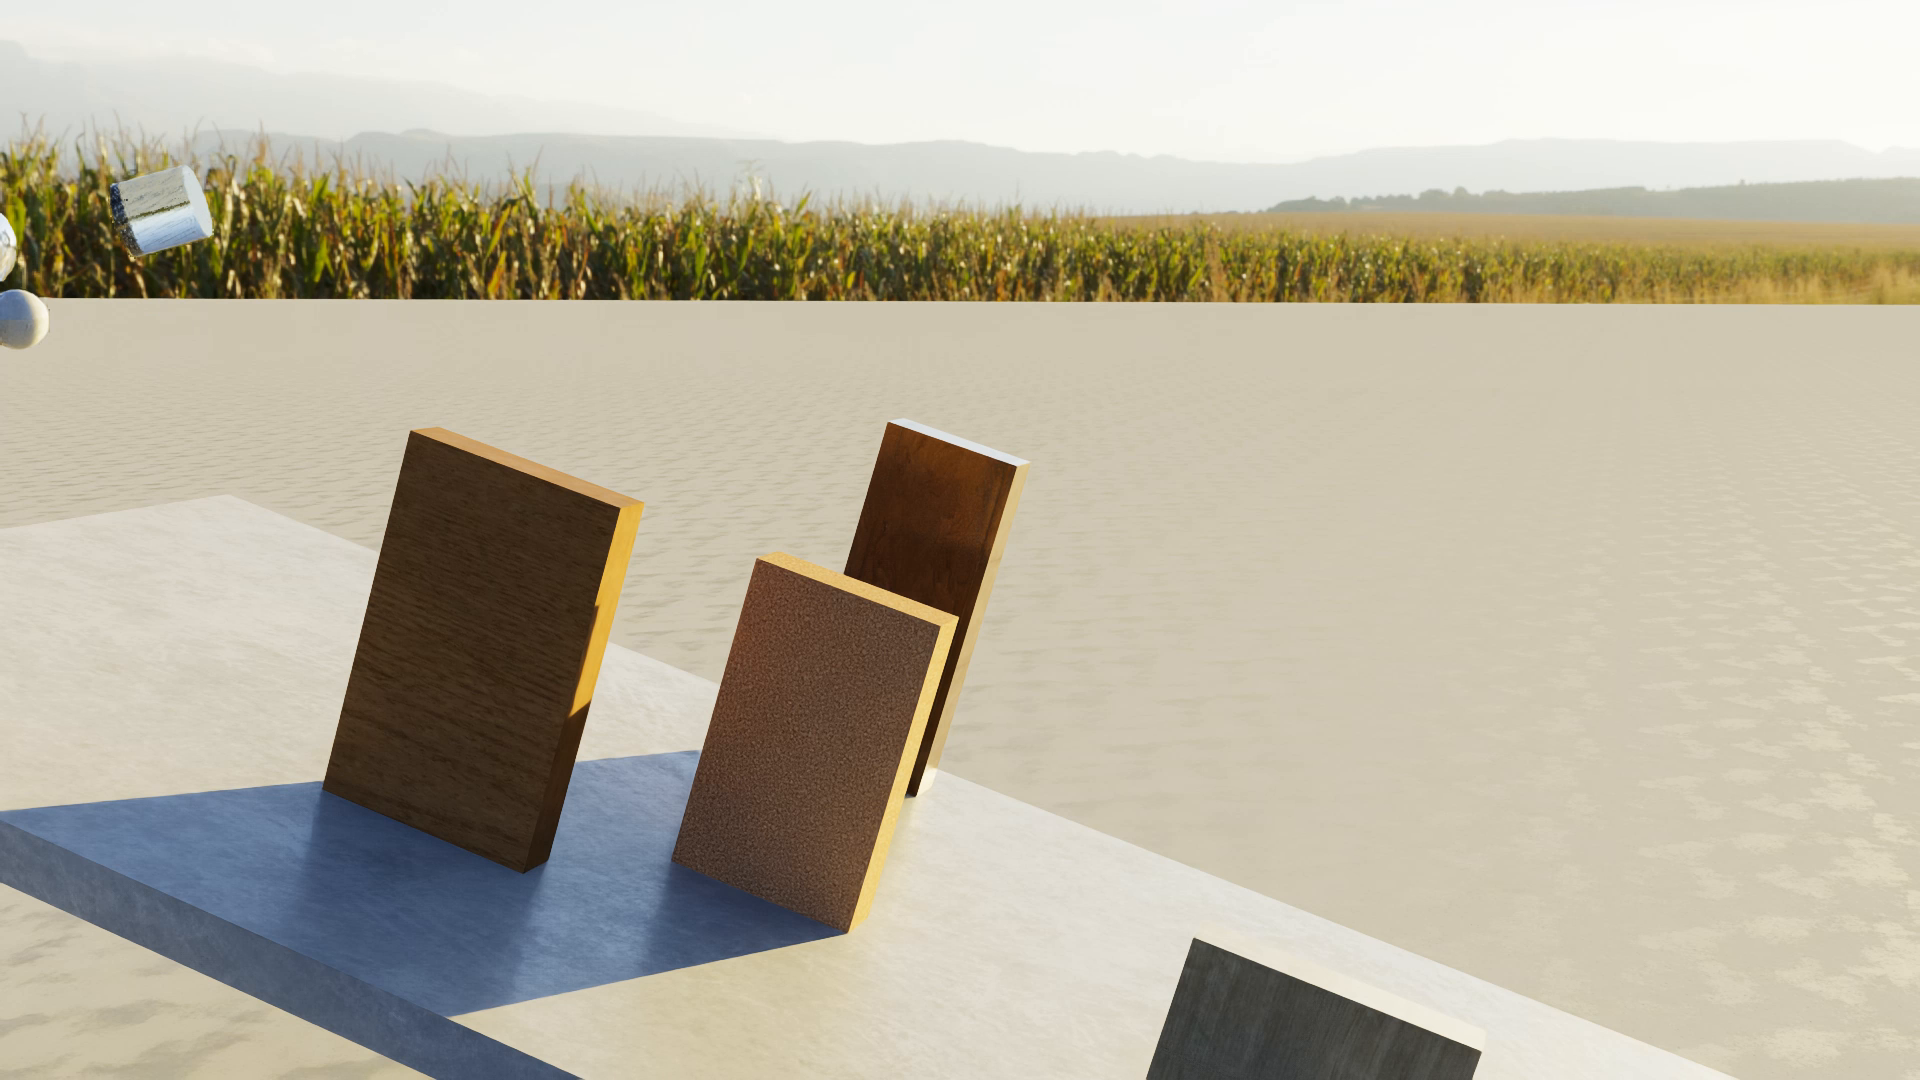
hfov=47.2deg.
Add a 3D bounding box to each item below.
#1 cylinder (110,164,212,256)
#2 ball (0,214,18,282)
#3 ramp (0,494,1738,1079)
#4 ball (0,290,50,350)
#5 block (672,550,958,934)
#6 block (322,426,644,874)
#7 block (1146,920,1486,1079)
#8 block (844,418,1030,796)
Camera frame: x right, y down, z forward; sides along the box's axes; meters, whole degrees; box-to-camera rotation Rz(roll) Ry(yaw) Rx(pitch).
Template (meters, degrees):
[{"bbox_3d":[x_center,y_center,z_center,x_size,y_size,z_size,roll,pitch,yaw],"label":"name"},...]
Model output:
[{"bbox_3d":[-1.768,-0.729,4.870,0.164,0.164,0.164,-16,8,-4],"label":"cylinder"},{"bbox_3d":[-2.129,-0.629,4.709,0.202,0.202,0.202,0,7,0],"label":"ball"},{"bbox_3d":[-0.365,0.698,4.231,4.000,0.100,2.000,20,12,14],"label":"ramp"},{"bbox_3d":[-1.883,-0.440,4.392,0.119,0.119,0.119,0,7,0],"label":"ball"},{"bbox_3d":[-0.274,0.374,4.099,0.372,0.611,0.109,20,12,14],"label":"block"},{"bbox_3d":[-0.856,0.194,3.925,0.423,0.689,0.096,20,12,14],"label":"block"},{"bbox_3d":[0.499,0.866,3.301,0.442,0.445,0.090,20,12,14],"label":"block"},{"bbox_3d":[-0.112,0.151,4.939,0.310,0.785,0.113,20,12,14],"label":"block"}]
